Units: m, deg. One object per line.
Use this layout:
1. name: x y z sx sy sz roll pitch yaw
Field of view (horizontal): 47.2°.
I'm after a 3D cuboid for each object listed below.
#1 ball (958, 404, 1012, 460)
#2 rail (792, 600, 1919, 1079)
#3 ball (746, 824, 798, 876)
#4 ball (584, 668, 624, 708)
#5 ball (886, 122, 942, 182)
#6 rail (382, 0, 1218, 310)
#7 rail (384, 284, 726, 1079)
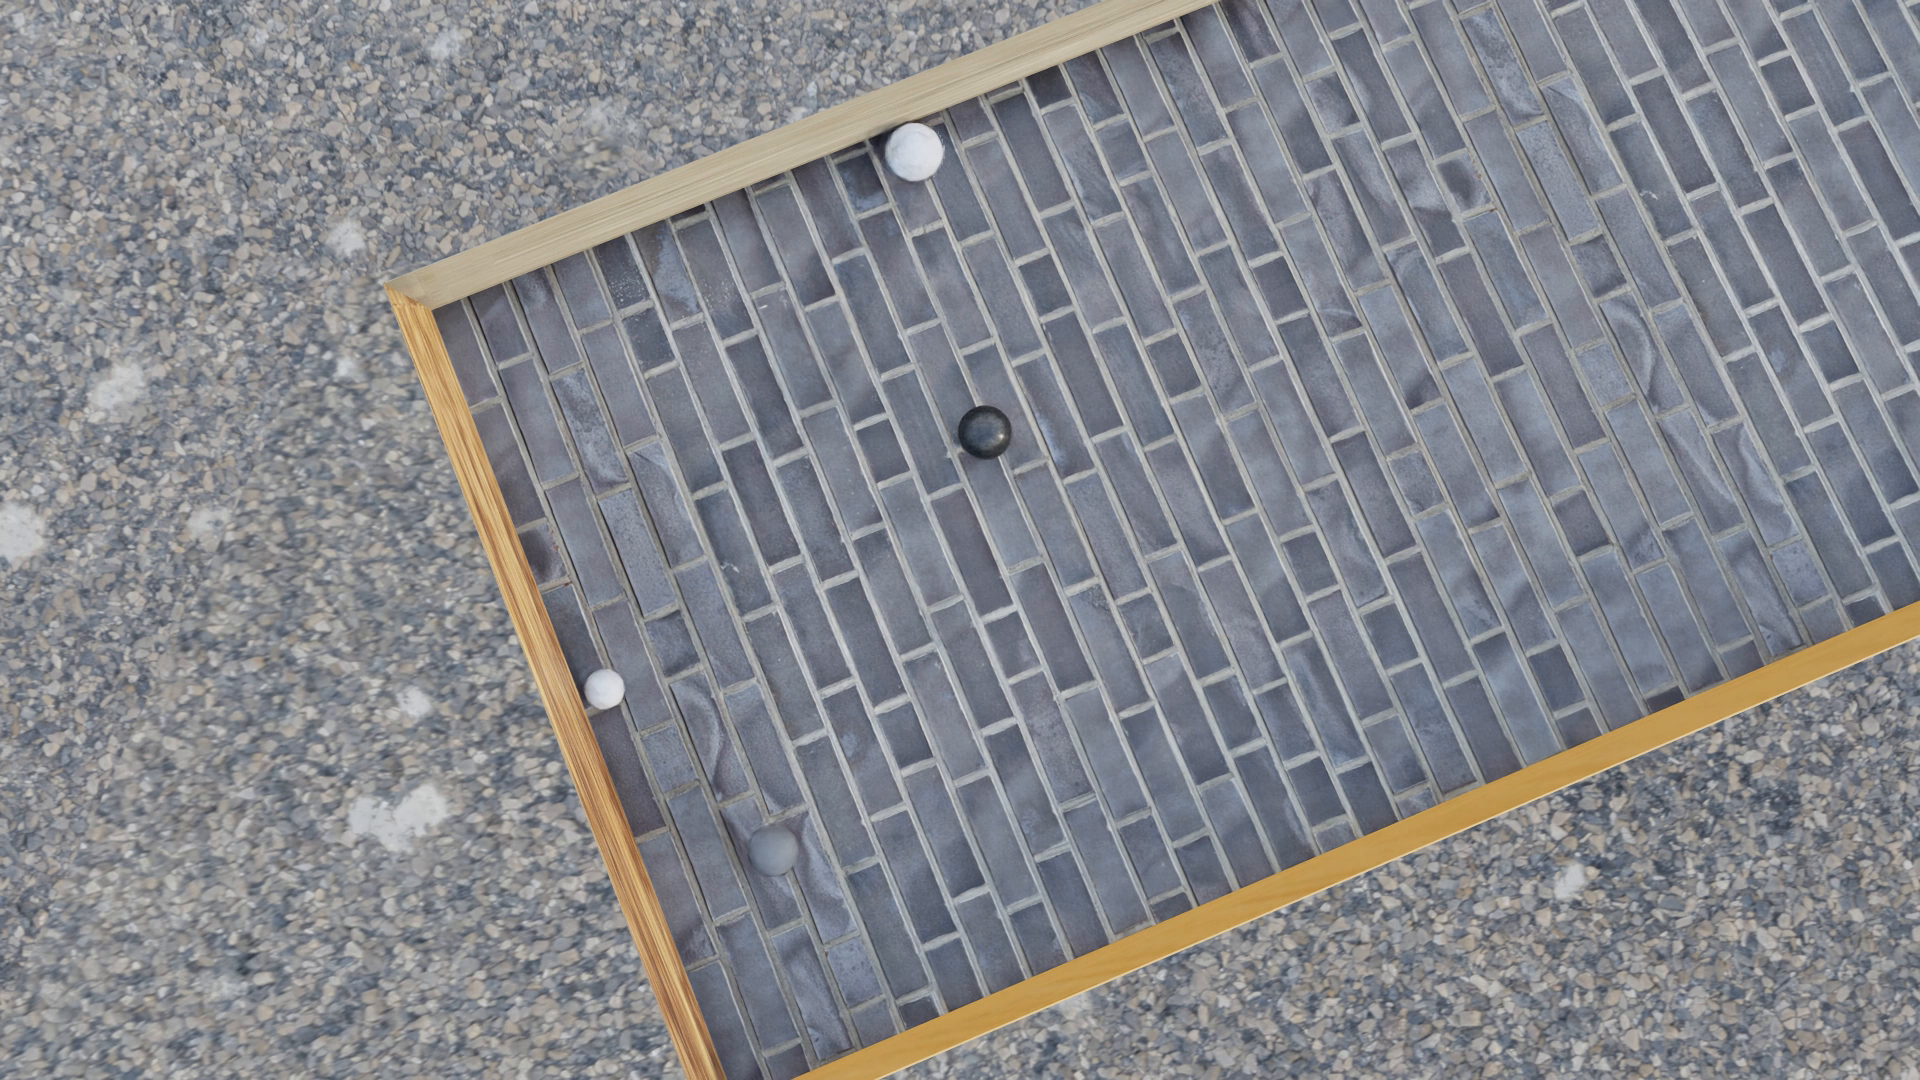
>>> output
1. ball: 0.038 -0.162 3.315 0.083 0.083 0.083 0 79 0
2. rail: 0.853 0.344 3.202 2.608 0.115 0.045 -22 80 -4
3. ball: -0.273 0.452 3.203 0.075 0.075 0.075 0 79 0
4. ball: -0.527 0.220 3.255 0.060 0.060 0.060 0 79 0
5. ball: -0.071 -0.599 3.395 0.089 0.089 0.089 0 79 0
6. rail: 0.351 -0.843 3.427 2.608 0.115 0.045 -22 80 -4
7. rail: -0.580 0.233 3.223 0.045 0.115 1.356 -22 80 -4
